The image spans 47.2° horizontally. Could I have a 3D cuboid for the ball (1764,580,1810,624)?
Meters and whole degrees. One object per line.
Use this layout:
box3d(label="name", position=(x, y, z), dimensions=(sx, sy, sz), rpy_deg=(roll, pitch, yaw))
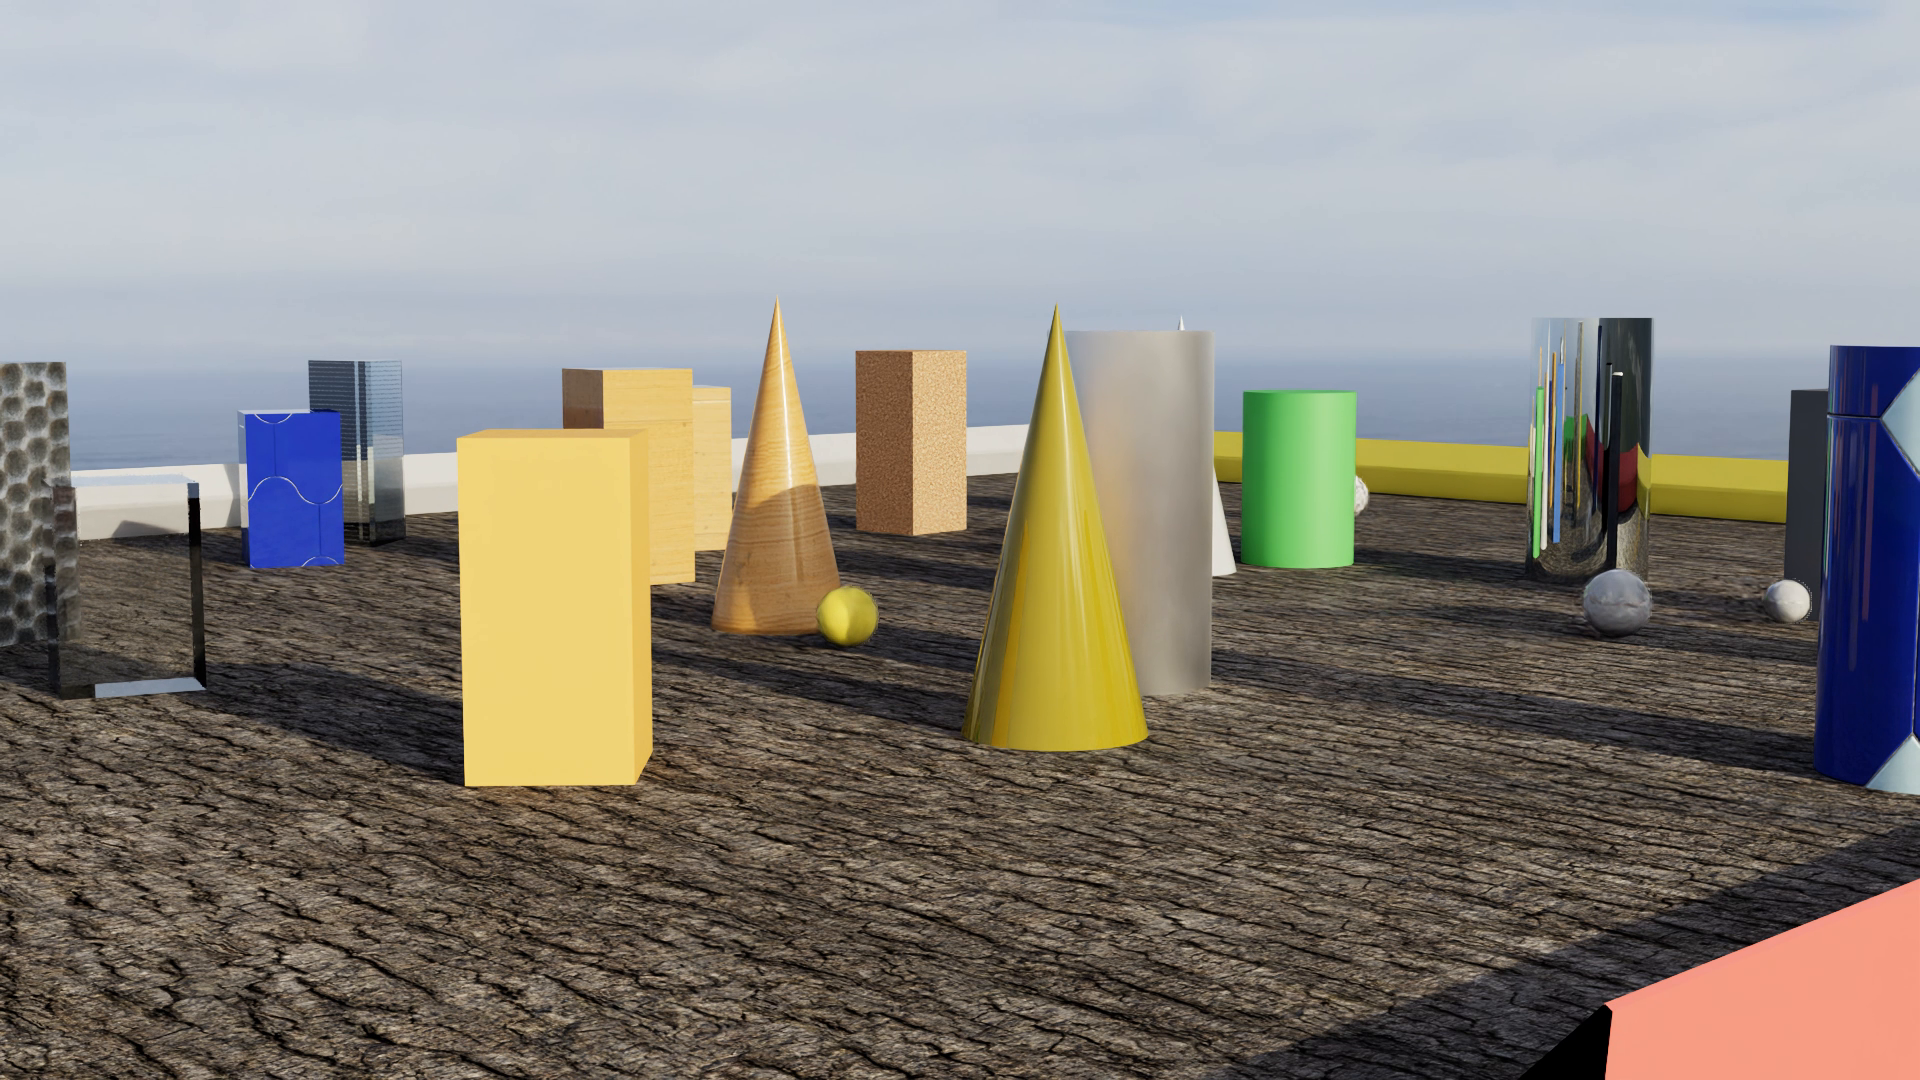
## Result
box3d(label="ball", position=(1.180, 0.088, 3.139), dimensions=(0.062, 0.062, 0.062), rpy_deg=(0, 6, 0))

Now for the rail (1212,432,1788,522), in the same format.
box3d(label="rail", position=(1.570, -0.117, 4.772), dimensions=(0.045, 0.129, 3.839), rpy_deg=(-5, 8, -42))

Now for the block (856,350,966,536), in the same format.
box3d(label="block", position=(-0.099, -0.202, 4.470), dimensions=(0.159, 0.364, 0.159), rpy_deg=(5, 8, 42))

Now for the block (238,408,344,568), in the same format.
box3d(label="block", position=(-1.188, -0.094, 3.903), dimensions=(0.159, 0.267, 0.159), rpy_deg=(-2, 6, -23))

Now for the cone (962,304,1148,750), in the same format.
box3d(label="cone", position=(0.100, -0.022, 2.307), dimensions=(0.199, 0.454, 0.199), rpy_deg=(0, 6, 0))

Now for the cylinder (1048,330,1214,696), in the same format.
box3d(label="cylinder", position=(0.202, -0.039, 2.629), dimensions=(0.199, 0.421, 0.199), rpy_deg=(0, 6, 0))

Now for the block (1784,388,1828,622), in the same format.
box3d(label="block", position=(1.309, -0.051, 3.176), dimensions=(0.159, 0.331, 0.159), rpy_deg=(-5, 8, -41))

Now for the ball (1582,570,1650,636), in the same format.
box3d(label="ball", position=(0.901, 0.087, 3.018), dimensions=(0.091, 0.091, 0.091), rpy_deg=(0, 6, 0))

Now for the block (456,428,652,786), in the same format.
box3d(label="block", position=(-0.389, 0.060, 2.132), dimensions=(0.159, 0.327, 0.159), rpy_deg=(0, 6, -2))

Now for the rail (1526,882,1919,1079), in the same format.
box3d(label="rail", position=(1.286, 0.178, 1.946), dimensions=(4.319, 0.129, 0.045), rpy_deg=(-5, 8, -42))

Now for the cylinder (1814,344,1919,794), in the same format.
box3d(label="cylinder", position=(0.928, 0.021, 2.098), dimensions=(0.199, 0.412, 0.199), rpy_deg=(0, 6, 0))

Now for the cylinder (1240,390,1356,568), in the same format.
box3d(label="cylinder", position=(0.600, -0.112, 3.900), dimensions=(0.199, 0.303, 0.199), rpy_deg=(0, 6, 0))

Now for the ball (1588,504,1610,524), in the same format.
box3d(label="ball", position=(1.335, -0.054, 4.588), dimensions=(0.045, 0.045, 0.045), rpy_deg=(0, 6, 0))

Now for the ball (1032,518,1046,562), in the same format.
box3d(label="ball", position=(0.172, -0.001, 3.859), dimensions=(0.090, 0.090, 0.090), rpy_deg=(0, 6, 0))

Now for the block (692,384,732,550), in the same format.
box3d(label="block", position=(-0.533, -0.137, 4.146), dimensions=(0.159, 0.303, 0.159), rpy_deg=(-3, 7, -26))

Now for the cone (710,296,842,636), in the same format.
box3d(label="cone", position=(-0.256, -0.111, 3.102), dimensions=(0.199, 0.467, 0.199), rpy_deg=(0, 6, 0))

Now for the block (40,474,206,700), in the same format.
box3d(label="block", position=(-0.996, 0.051, 2.615), dimensions=(0.159, 0.245, 0.159), rpy_deg=(-3, 7, -27))

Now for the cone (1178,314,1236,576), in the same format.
box3d(label="cone", position=(0.377, -0.167, 3.767), dimensions=(0.199, 0.439, 0.199), rpy_deg=(0, 6, 0))

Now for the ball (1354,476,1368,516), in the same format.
box3d(label="ball", position=(0.826, -0.095, 4.720), dimensions=(0.099, 0.099, 0.099), rpy_deg=(0, 6, 0))

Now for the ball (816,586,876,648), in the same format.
box3d(label="ball", position=(-0.151, 0.102, 2.921), dimensions=(0.080, 0.080, 0.080), rpy_deg=(0, 6, 0))

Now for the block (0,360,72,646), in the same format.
box3d(label="block", position=(-1.328, -0.053, 2.989), dimensions=(0.159, 0.375, 0.159), rpy_deg=(2, 6, 20))

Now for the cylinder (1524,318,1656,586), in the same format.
box3d(label="cylinder", position=(1.047, -0.152, 3.655), dimensions=(0.199, 0.433, 0.199), rpy_deg=(0, 6, 0))

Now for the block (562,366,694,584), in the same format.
box3d(label="block", position=(-0.548, -0.108, 3.632), dimensions=(0.159, 0.350, 0.159), rpy_deg=(-4, 7, -34))

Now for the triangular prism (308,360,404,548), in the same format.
box3d(label="triangular prism", position=(-1.136, -0.172, 4.246), dimensions=(0.172, 0.350, 0.149), rpy_deg=(4, 7, 35))

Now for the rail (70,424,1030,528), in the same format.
box3d(label="rail", position=(-1.286, -0.111, 4.718), dimensions=(4.319, 0.129, 0.045), rpy_deg=(-5, 8, -42))
